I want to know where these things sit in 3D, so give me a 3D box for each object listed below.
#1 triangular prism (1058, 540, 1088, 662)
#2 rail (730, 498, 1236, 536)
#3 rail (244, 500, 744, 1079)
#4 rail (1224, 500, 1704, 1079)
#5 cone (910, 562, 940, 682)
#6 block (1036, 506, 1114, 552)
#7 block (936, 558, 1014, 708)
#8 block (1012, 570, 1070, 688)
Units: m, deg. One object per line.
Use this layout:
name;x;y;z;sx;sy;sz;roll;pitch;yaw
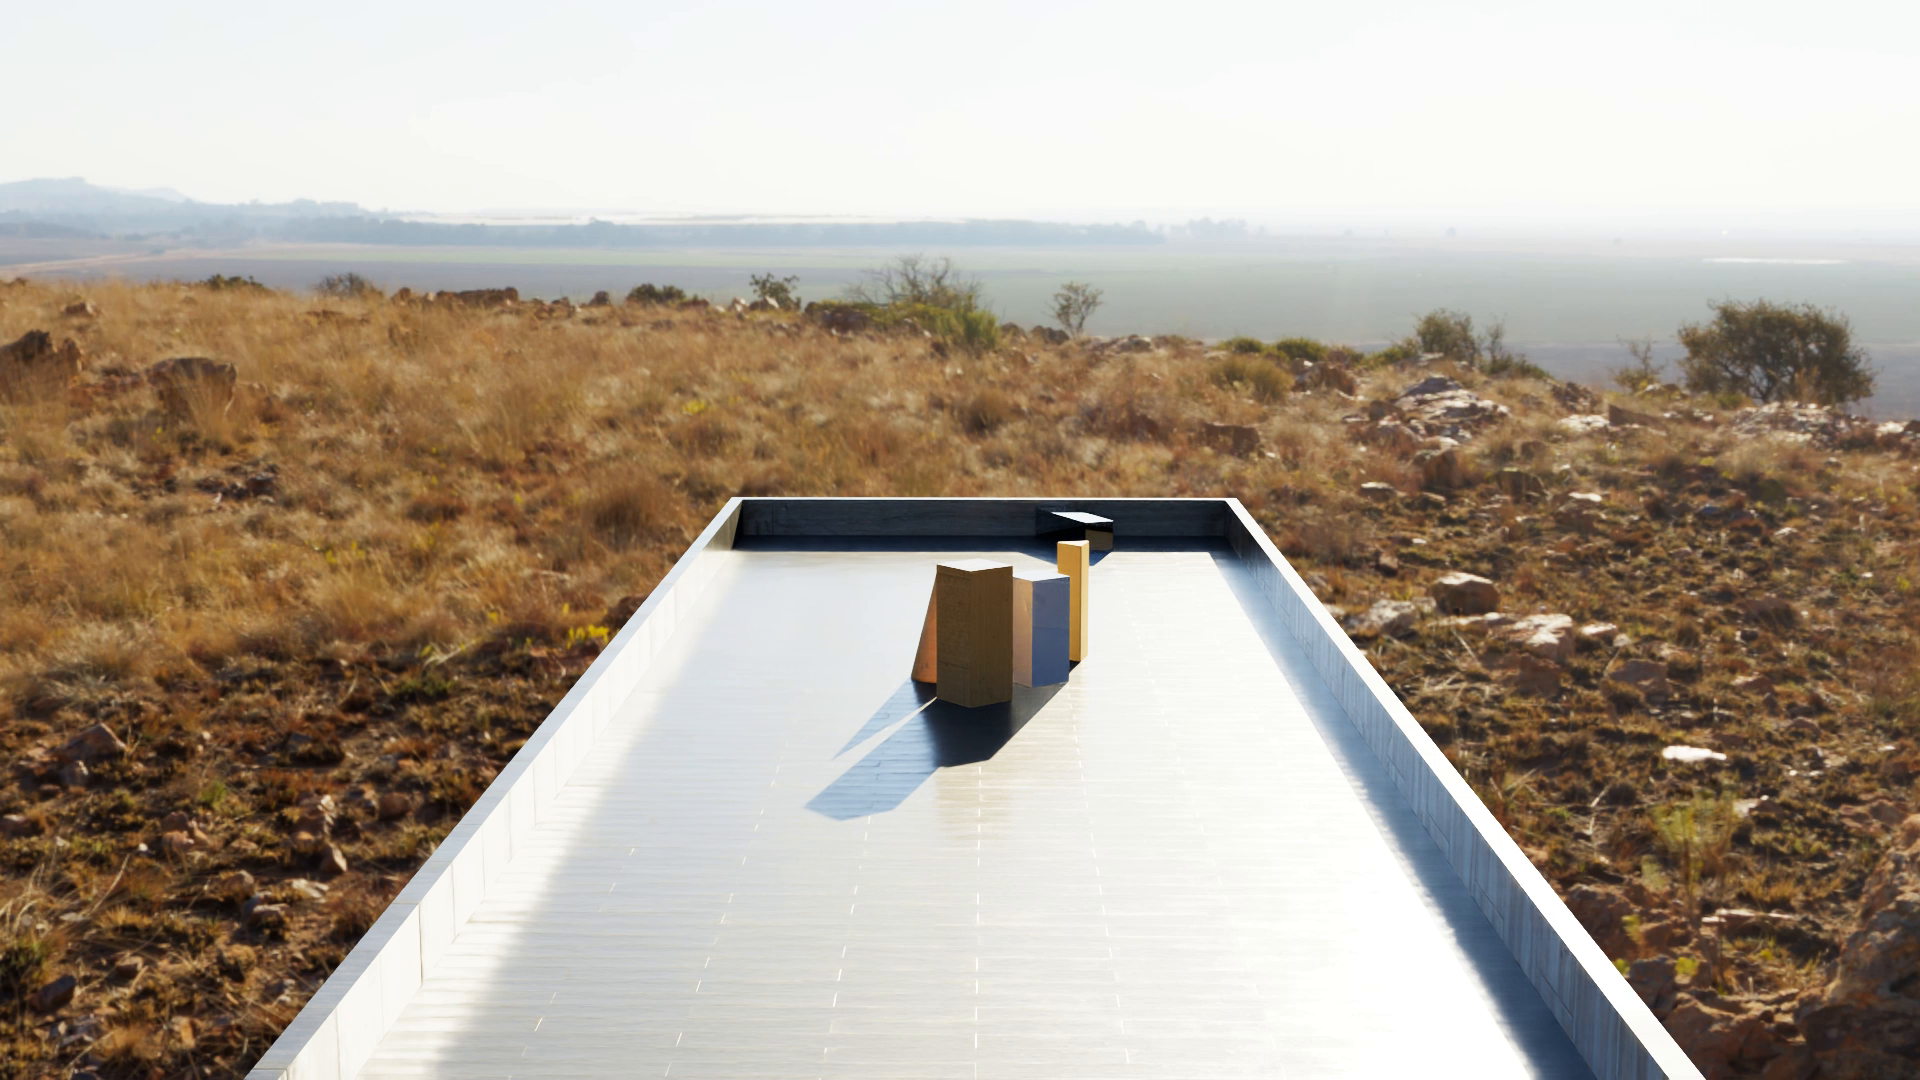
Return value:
triangular prism;0.361;0.183;6.715;0.085;0.356;0.098;-8;12;-43
rail;0.099;-0.098;9.147;2.100;0.150;0.050;0;9;1
rail;-1.004;0.839;3.234;0.050;0.150;12.000;0;9;1
rail;1.046;0.843;3.208;0.050;0.150;12.000;0;9;1
cone;-0.061;0.233;6.446;0.172;0.341;0.172;0;9;0
block;0.459;-0.044;8.895;0.122;0.122;0.445;-4;10;-24
block;0.041;0.258;6.155;0.152;0.384;0.152;-7;11;-38
block;0.223;0.256;6.400;0.137;0.311;0.137;-6;11;-35
